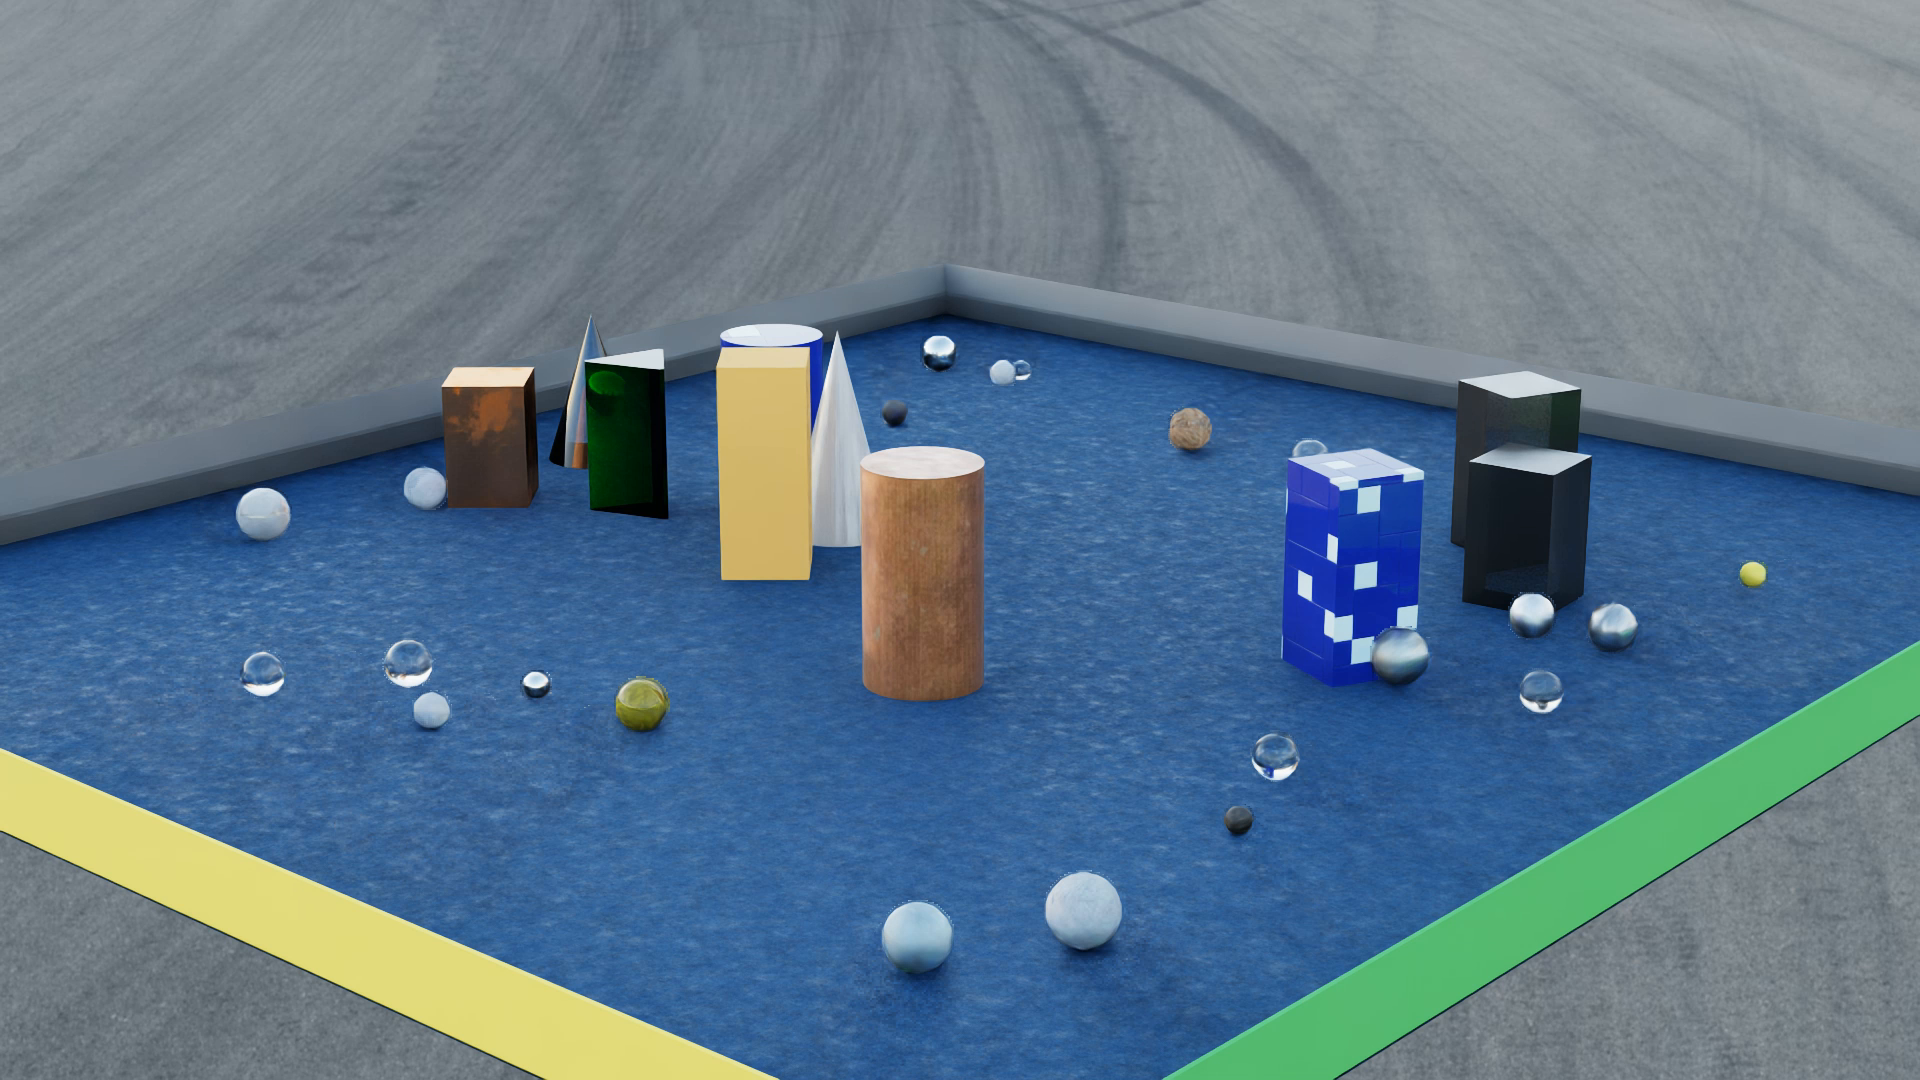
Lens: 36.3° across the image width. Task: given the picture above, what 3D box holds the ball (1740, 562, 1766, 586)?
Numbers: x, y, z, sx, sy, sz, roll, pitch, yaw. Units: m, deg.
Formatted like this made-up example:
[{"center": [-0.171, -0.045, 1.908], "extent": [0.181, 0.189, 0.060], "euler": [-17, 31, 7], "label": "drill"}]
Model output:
[{"center": [1.399, 0.061, 5.170], "extent": [0.044, 0.044, 0.044], "euler": [0, 17, 0], "label": "ball"}]

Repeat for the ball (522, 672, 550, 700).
[{"center": [-0.667, 0.229, 4.612], "extent": [0.044, 0.044, 0.044], "euler": [0, 17, 0], "label": "ball"}]

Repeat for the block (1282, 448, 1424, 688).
[{"center": [0.630, 0.043, 4.719], "extent": [0.156, 0.339, 0.156], "euler": [-8, 18, -24], "label": "block"}]

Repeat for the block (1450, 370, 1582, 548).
[{"center": [1.014, -0.134, 5.356], "extent": [0.156, 0.309, 0.156], "euler": [-8, 19, -26], "label": "block"}]

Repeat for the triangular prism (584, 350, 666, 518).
[{"center": [-0.607, -0.209, 5.635], "extent": [0.169, 0.293, 0.146], "euler": [7, 18, 22], "label": "triangular prism"}]

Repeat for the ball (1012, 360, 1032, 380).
[{"center": [0.138, -0.383, 6.639], "extent": [0.046, 0.046, 0.046], "euler": [0, 17, 0], "label": "ball"}]

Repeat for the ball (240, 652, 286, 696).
[{"center": [-1.100, 0.212, 4.626], "extent": [0.069, 0.069, 0.069], "euler": [0, 17, 0], "label": "ball"}]

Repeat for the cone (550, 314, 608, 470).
[{"center": [-0.745, -0.315, 5.972], "extent": [0.195, 0.301, 0.195], "euler": [0, 17, 0], "label": "cone"}]

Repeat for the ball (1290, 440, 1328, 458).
[{"center": [0.698, -0.162, 5.848], "extent": [0.078, 0.078, 0.078], "euler": [0, 17, 0], "label": "ball"}]

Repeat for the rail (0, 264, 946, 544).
[{"center": [-1.138, -0.253, 6.066], "extent": [0.045, 0.127, 3.403], "euler": [14, 22, 39], "label": "rail"}]

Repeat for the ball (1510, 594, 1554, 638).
[{"center": [0.956, 0.126, 4.898], "extent": [0.075, 0.075, 0.075], "euler": [0, 17, 0], "label": "ball"}]

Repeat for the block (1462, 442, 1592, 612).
[{"center": [0.981, -0.019, 5.073], "extent": [0.156, 0.253, 0.156], "euler": [12, 20, 34], "label": "block"}]

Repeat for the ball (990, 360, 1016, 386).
[{"center": [0.096, -0.374, 6.588], "extent": [0.059, 0.059, 0.059], "euler": [0, 17, 0], "label": "ball"}]

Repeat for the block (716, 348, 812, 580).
[{"center": [-0.347, -0.137, 5.232], "extent": [0.156, 0.387, 0.156], "euler": [0, 17, 0], "label": "block"}]

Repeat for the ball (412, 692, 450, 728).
[{"center": [-0.809, 0.261, 4.486], "extent": [0.055, 0.055, 0.055], "euler": [0, 17, 0], "label": "ball"}]

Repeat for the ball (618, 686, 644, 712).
[{"center": [-0.512, 0.247, 4.557], "extent": [0.041, 0.041, 0.041], "euler": [0, 17, 0], "label": "ball"}]

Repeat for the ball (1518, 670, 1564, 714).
[{"center": [0.902, 0.235, 4.551], "extent": [0.068, 0.068, 0.068], "euler": [0, 17, 0], "label": "ball"}]

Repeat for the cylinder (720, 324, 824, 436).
[{"center": [-0.359, -0.231, 5.634], "extent": [0.195, 0.334, 0.195], "euler": [0, 17, 0], "label": "cylinder"}]

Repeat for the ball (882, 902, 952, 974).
[{"center": [-0.053, 0.496, 3.652], "extent": [0.089, 0.089, 0.089], "euler": [0, 17, 0], "label": "ball"}]

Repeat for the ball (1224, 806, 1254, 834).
[{"center": [0.388, 0.390, 4.085], "extent": [0.040, 0.040, 0.040], "euler": [0, 17, 0], "label": "ball"}]

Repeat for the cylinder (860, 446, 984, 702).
[{"center": [-0.059, 0.052, 4.648], "extent": [0.195, 0.363, 0.195], "euler": [0, 17, 0], "label": "cylinder"}]

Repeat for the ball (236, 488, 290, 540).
[{"center": [-1.293, -0.049, 5.440], "extent": [0.097, 0.097, 0.097], "euler": [0, 17, 0], "label": "ball"}]

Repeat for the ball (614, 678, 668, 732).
[{"center": [-0.487, 0.252, 4.476], "extent": [0.080, 0.080, 0.080], "euler": [0, 17, 0], "label": "ball"}]

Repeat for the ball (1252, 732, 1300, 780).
[{"center": [0.460, 0.316, 4.280], "extent": [0.069, 0.069, 0.069], "euler": [0, 17, 0], "label": "ball"}]

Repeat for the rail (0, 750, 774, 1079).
[{"center": [-1.100, 0.398, 3.907], "extent": [3.060, 0.127, 0.045], "euler": [14, 22, 39], "label": "rail"}]

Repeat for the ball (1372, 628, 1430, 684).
[{"center": [0.699, 0.184, 4.653], "extent": [0.091, 0.091, 0.091], "euler": [0, 17, 0], "label": "ball"}]

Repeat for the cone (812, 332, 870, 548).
[{"center": [-0.225, -0.200, 5.441], "extent": [0.195, 0.387, 0.195], "euler": [0, 17, 0], "label": "cone"}]

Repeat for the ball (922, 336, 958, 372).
[{"center": [-0.047, -0.428, 6.725], "extent": [0.082, 0.082, 0.082], "euler": [0, 17, 0], "label": "ball"}]

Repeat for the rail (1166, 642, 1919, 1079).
[{"center": [1.138, 0.317, 4.175], "extent": [0.045, 0.127, 3.403], "euler": [14, 22, 39], "label": "rail"}]

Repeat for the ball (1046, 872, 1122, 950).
[{"center": [0.157, 0.471, 3.719], "extent": [0.097, 0.097, 0.097], "euler": [0, 17, 0], "label": "ball"}]

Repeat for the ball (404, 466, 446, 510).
[{"center": [-1.028, -0.100, 5.638], "extent": [0.082, 0.082, 0.082], "euler": [0, 17, 0], "label": "ball"}]

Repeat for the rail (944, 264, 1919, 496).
[{"center": [1.100, -0.334, 6.333], "extent": [3.060, 0.127, 0.045], "euler": [14, 22, 39], "label": "rail"}]

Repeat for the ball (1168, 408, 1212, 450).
[{"center": [0.476, -0.229, 6.057], "extent": [0.088, 0.088, 0.088], "euler": [0, 17, 0], "label": "ball"}]

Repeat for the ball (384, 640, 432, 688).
[{"center": [-0.877, 0.197, 4.665], "extent": [0.076, 0.076, 0.076], "euler": [0, 17, 0], "label": "ball"}]

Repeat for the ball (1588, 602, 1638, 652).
[{"center": [1.075, 0.144, 4.830], "extent": [0.081, 0.081, 0.081], "euler": [0, 17, 0], "label": "ball"}]

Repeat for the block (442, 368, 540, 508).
[{"center": [-0.910, -0.200, 5.694], "extent": [0.156, 0.240, 0.156], "euler": [0, 17, 0], "label": "block"}]

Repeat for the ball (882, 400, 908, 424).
[{"center": [-0.140, -0.273, 6.260], "extent": [0.054, 0.054, 0.054], "euler": [0, 17, 0], "label": "ball"}]
